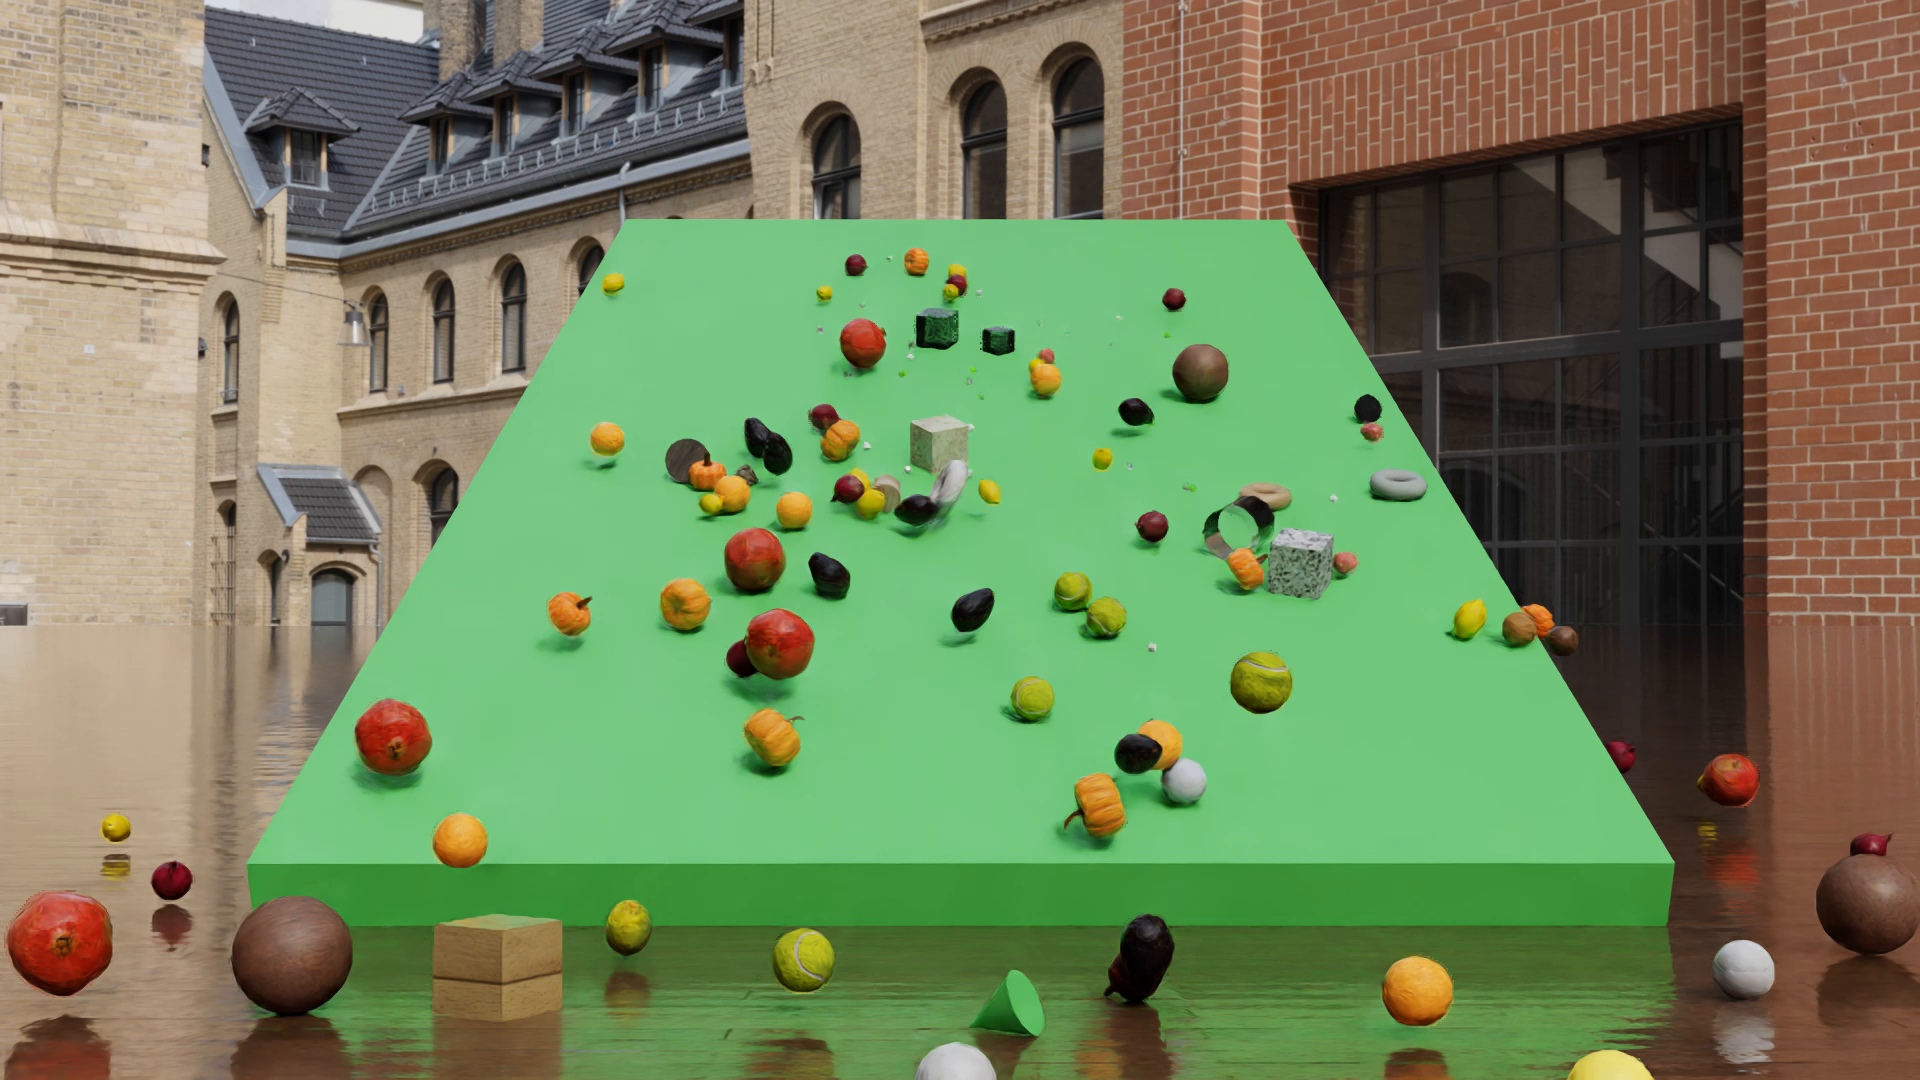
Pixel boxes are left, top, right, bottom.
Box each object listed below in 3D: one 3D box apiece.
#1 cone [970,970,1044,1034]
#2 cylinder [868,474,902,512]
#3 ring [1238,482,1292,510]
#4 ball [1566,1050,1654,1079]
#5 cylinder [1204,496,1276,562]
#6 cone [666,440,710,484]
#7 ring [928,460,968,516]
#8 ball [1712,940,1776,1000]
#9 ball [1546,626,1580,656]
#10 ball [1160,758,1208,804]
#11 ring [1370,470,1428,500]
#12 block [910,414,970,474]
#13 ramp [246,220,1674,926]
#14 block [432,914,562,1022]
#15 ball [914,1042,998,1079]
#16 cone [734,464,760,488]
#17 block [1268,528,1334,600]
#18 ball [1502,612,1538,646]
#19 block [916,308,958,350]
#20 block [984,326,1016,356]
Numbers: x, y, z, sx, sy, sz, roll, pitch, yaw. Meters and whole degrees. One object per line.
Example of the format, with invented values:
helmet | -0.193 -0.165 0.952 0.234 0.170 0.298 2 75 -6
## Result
cone | 0.039 0.499 2.396 0.072 0.072 0.072 -27 -12 20
cylinder | -0.148 -0.093 4.536 0.060 0.060 0.060 0 28 8
ring | 0.610 -0.086 4.558 0.107 0.036 0.107 1 20 0
ball | 0.541 0.462 1.895 0.075 0.075 0.075 0 -2 0
cylinder | 0.526 -0.022 4.297 0.100 0.100 0.100 -1 16 37
cone | -0.571 -0.158 4.729 0.093 0.093 0.093 1 -4 -16
ring | -0.024 -0.100 4.423 0.040 0.121 0.121 25 -9 -14
ball | 0.893 0.490 2.597 0.068 0.068 0.068 0 -2 0
ball | 1.039 0.174 3.928 0.055 0.055 0.055 0 -2 0
ball | 0.329 0.355 3.354 0.068 0.068 0.068 0 -2 0
ring | 0.888 -0.112 4.621 0.117 0.039 0.117 1 21 -1
block | -0.043 -0.201 4.776 0.091 0.091 0.091 -12 24 -29
ramp | -0.006 -0.214 5.078 2.000 0.100 4.000 0 21 0
block | -0.511 0.472 2.521 0.099 0.099 0.099 -1 -2 30
ball | -0.004 0.465 1.944 0.072 0.072 0.072 0 -2 0
cone | -0.426 -0.125 4.671 0.050 0.050 0.050 -1 -10 33
block | 0.619 0.042 4.138 0.094 0.094 0.094 9 23 21
ball | 0.958 0.151 3.903 0.059 0.059 0.059 0 -2 0
block | -0.056 -0.522 5.633 0.080 0.080 0.080 9 22 21
block | 0.096 -0.488 5.579 0.055 0.055 0.055 -17 27 -37
